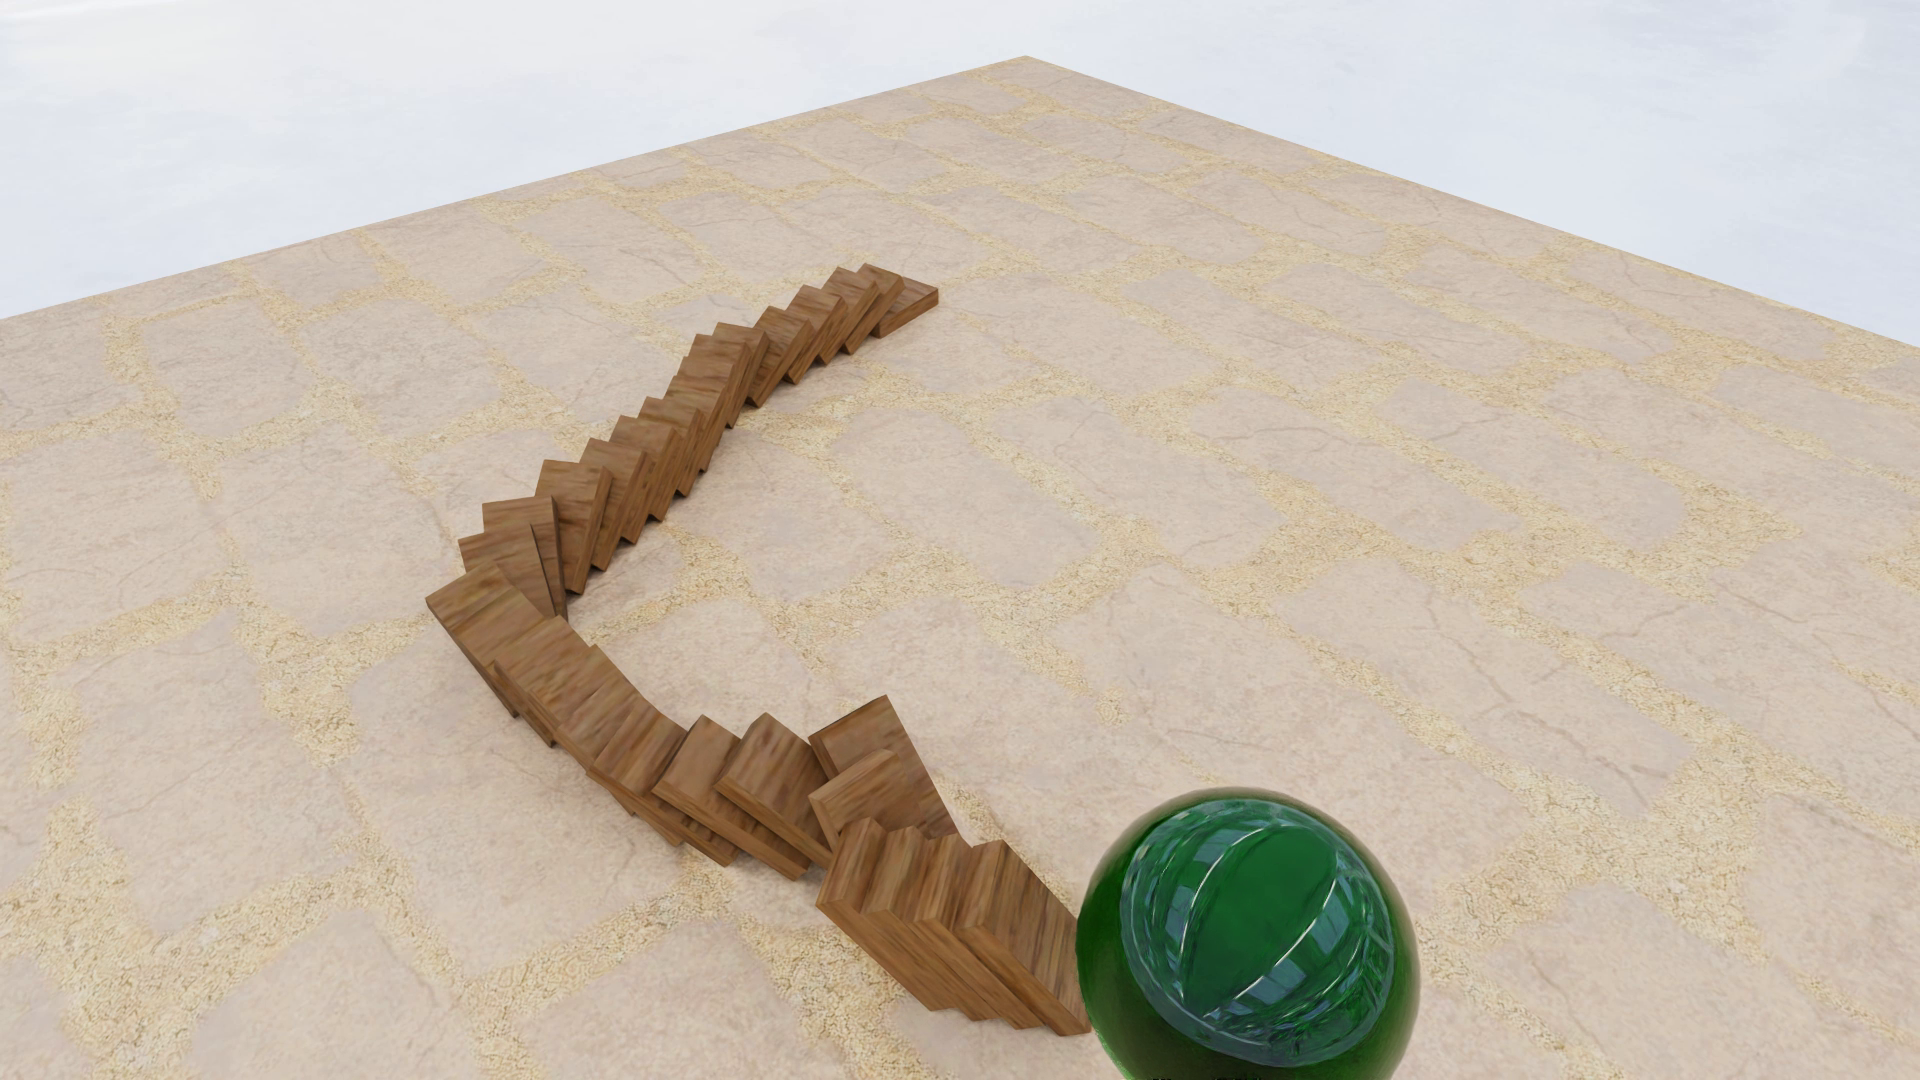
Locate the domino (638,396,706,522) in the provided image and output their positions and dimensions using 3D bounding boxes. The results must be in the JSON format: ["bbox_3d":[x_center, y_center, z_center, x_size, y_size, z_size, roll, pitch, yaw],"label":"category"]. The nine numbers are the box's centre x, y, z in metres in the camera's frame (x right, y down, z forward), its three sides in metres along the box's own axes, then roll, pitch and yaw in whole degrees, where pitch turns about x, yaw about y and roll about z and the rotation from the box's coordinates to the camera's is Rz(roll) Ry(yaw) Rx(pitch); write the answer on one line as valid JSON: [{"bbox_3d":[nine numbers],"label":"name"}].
[{"bbox_3d":[-0.129,-0.035,0.466,0.025,0.010,0.050,14,73,16],"label":"domino"}]

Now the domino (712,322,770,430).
[{"bbox_3d":[-0.111,-0.078,0.522,0.025,0.010,0.050,13,68,15],"label":"domino"}]

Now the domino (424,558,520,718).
[{"bbox_3d":[-0.158,0.034,0.381,0.025,0.009,0.050,-37,83,-29],"label":"domino"}]

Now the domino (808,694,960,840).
[{"bbox_3d":[-0.022,0.074,0.328,0.025,0.009,0.050,-26,87,-33],"label":"domino"}]

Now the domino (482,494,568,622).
[{"bbox_3d":[-0.163,0.009,0.411,0.025,0.009,0.050,-9,74,-10],"label":"domino"}]

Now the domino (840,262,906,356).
[{"bbox_3d":[-0.054,-0.122,0.577,0.025,0.010,0.050,25,69,28],"label":"domino"}]

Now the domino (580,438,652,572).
[{"bbox_3d":[-0.145,-0.015,0.441,0.025,0.010,0.050,14,74,16],"label":"domino"}]

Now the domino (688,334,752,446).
[{"bbox_3d":[-0.117,-0.070,0.507,0.025,0.010,0.050,11,72,14],"label":"domino"}]

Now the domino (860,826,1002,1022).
[{"bbox_3d":[-0.004,0.102,0.290,0.010,0.050,0.025,-23,29,30],"label":"domino"}]

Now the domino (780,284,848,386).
[{"bbox_3d":[-0.080,-0.103,0.551,0.025,0.009,0.050,22,72,27],"label":"domino"}]

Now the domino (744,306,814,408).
[{"bbox_3d":[-0.095,-0.090,0.537,0.025,0.010,0.050,22,70,25],"label":"domino"}]

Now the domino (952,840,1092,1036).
[{"bbox_3d":[0.019,0.104,0.287,0.009,0.050,0.025,-23,29,30],"label":"domino"}]

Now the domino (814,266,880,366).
[{"bbox_3d":[-0.065,-0.115,0.564,0.025,0.010,0.050,25,74,28],"label":"domino"}]

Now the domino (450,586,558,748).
[{"bbox_3d":[-0.144,0.042,0.371,0.050,0.010,0.025,46,59,4],"label":"domino"}]

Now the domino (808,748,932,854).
[{"bbox_3d":[-0.021,0.087,0.307,0.025,0.050,0.009,-30,18,-31],"label":"domino"}]

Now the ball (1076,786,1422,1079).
[{"bbox_3d":[0.068,0.100,0.266,0.080,0.080,0.080,0,39,0],"label":"ball"}]

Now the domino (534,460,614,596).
[{"bbox_3d":[-0.154,-0.005,0.428,0.025,0.009,0.050,7,75,10],"label":"domino"}]

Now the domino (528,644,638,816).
[{"bbox_3d":[-0.111,0.060,0.351,0.050,0.010,0.025,47,52,5],"label":"domino"}]

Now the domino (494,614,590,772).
[{"bbox_3d":[-0.126,0.051,0.361,0.050,0.009,0.025,46,54,4],"label":"domino"}]

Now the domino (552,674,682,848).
[{"bbox_3d":[-0.097,0.068,0.340,0.050,0.010,0.025,43,48,-3],"label":"domino"}]

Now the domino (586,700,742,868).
[{"bbox_3d":[-0.084,0.073,0.332,0.050,0.010,0.025,37,48,-9],"label":"domino"}]

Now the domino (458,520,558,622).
[{"bbox_3d":[-0.161,0.021,0.397,0.025,0.010,0.050,-17,76,-16],"label":"domino"}]

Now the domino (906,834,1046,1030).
[{"bbox_3d":[0.007,0.103,0.289,0.010,0.050,0.025,-23,29,30],"label":"domino"}]

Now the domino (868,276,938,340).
[{"bbox_3d":[-0.037,-0.127,0.598,0.025,0.010,0.050,26,46,28],"label":"domino"}]

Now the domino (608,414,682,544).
[{"bbox_3d":[-0.137,-0.025,0.454,0.025,0.009,0.050,14,73,16],"label":"domino"}]

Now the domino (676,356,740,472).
[{"bbox_3d":[-0.119,-0.057,0.493,0.025,0.009,0.050,11,72,14],"label":"domino"}]

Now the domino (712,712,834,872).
[{"bbox_3d":[-0.046,0.077,0.327,0.050,0.010,0.025,40,41,-11],"label":"domino"}]

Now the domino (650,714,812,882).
[{"bbox_3d":[-0.063,0.077,0.329,0.050,0.010,0.025,36,42,-10],"label":"domino"}]

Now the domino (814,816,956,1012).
[{"bbox_3d":[-0.016,0.100,0.293,0.009,0.050,0.025,-23,29,30],"label":"domino"}]

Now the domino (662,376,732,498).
[{"bbox_3d":[-0.122,-0.045,0.479,0.025,0.010,0.050,15,73,16],"label":"domino"}]
